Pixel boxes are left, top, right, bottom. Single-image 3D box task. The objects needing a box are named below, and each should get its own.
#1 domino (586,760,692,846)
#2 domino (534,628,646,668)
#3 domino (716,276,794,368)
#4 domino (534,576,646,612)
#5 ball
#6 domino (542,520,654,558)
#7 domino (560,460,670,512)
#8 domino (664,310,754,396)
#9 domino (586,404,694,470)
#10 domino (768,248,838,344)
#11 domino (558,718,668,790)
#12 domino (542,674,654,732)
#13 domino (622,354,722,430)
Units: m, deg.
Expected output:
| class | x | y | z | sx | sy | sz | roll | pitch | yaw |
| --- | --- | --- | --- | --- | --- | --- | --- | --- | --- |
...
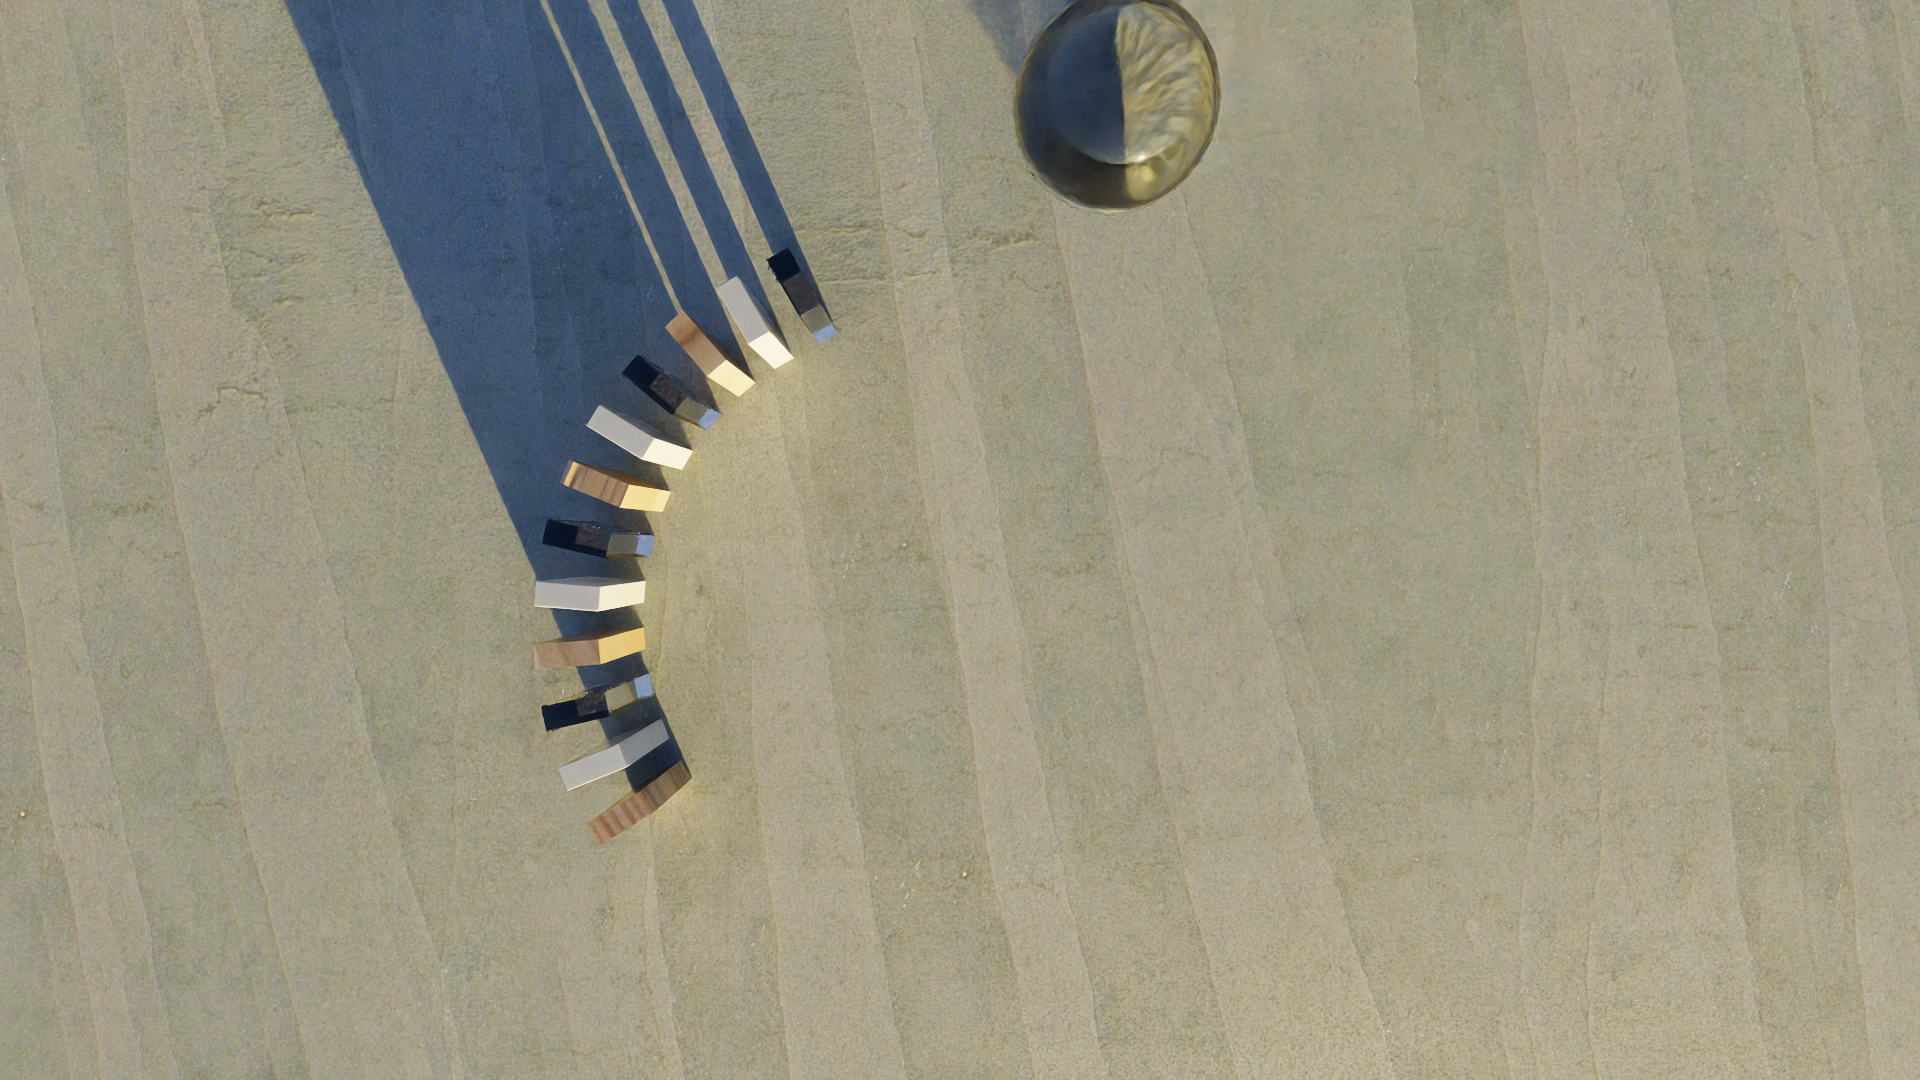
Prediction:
| class | x | y | z | sx | sy | sz | roll | pitch | yaw |
| --- | --- | --- | --- | --- | --- | --- | --- | --- | --- |
| domino | -0.130 | 0.106 | 0.375 | 0.025 | 0.050 | 0.010 | -32 | 90 | 0 |
| domino | -0.150 | 0.044 | 0.375 | 0.025 | 0.050 | 0.009 | -4 | 90 | 0 |
| domino | -0.083 | -0.088 | 0.375 | 0.009 | 0.050 | 0.025 | -30 | 90 | 0 |
| domino | -0.150 | 0.022 | 0.375 | 0.025 | 0.050 | 0.010 | 5 | 90 | 0 |
| ball | 0.061 | -0.171 | 0.360 | 0.080 | 0.080 | 0.080 | 0 | 90 | 0 |
| domino | -0.147 | 0.000 | 0.375 | 0.025 | 0.050 | 0.009 | 14 | 90 | 0 |
| domino | -0.140 | -0.022 | 0.375 | 0.025 | 0.050 | 0.009 | 22 | 90 | 0 |
| domino | -0.101 | -0.075 | 0.375 | 0.010 | 0.050 | 0.025 | -41 | 90 | 0 |
| domino | -0.130 | -0.041 | 0.375 | 0.025 | 0.050 | 0.010 | 31 | 90 | 0 |
| domino | -0.064 | -0.099 | 0.375 | 0.009 | 0.050 | 0.025 | -30 | 90 | 0 |
| domino | -0.140 | 0.087 | 0.375 | 0.025 | 0.050 | 0.009 | -22 | 90 | 0 |
| domino | -0.147 | 0.066 | 0.375 | 0.025 | 0.050 | 0.009 | -13 | 90 | 0 |
| domino | -0.117 | -0.059 | 0.375 | 0.025 | 0.050 | 0.009 | 40 | 90 | 0 |
